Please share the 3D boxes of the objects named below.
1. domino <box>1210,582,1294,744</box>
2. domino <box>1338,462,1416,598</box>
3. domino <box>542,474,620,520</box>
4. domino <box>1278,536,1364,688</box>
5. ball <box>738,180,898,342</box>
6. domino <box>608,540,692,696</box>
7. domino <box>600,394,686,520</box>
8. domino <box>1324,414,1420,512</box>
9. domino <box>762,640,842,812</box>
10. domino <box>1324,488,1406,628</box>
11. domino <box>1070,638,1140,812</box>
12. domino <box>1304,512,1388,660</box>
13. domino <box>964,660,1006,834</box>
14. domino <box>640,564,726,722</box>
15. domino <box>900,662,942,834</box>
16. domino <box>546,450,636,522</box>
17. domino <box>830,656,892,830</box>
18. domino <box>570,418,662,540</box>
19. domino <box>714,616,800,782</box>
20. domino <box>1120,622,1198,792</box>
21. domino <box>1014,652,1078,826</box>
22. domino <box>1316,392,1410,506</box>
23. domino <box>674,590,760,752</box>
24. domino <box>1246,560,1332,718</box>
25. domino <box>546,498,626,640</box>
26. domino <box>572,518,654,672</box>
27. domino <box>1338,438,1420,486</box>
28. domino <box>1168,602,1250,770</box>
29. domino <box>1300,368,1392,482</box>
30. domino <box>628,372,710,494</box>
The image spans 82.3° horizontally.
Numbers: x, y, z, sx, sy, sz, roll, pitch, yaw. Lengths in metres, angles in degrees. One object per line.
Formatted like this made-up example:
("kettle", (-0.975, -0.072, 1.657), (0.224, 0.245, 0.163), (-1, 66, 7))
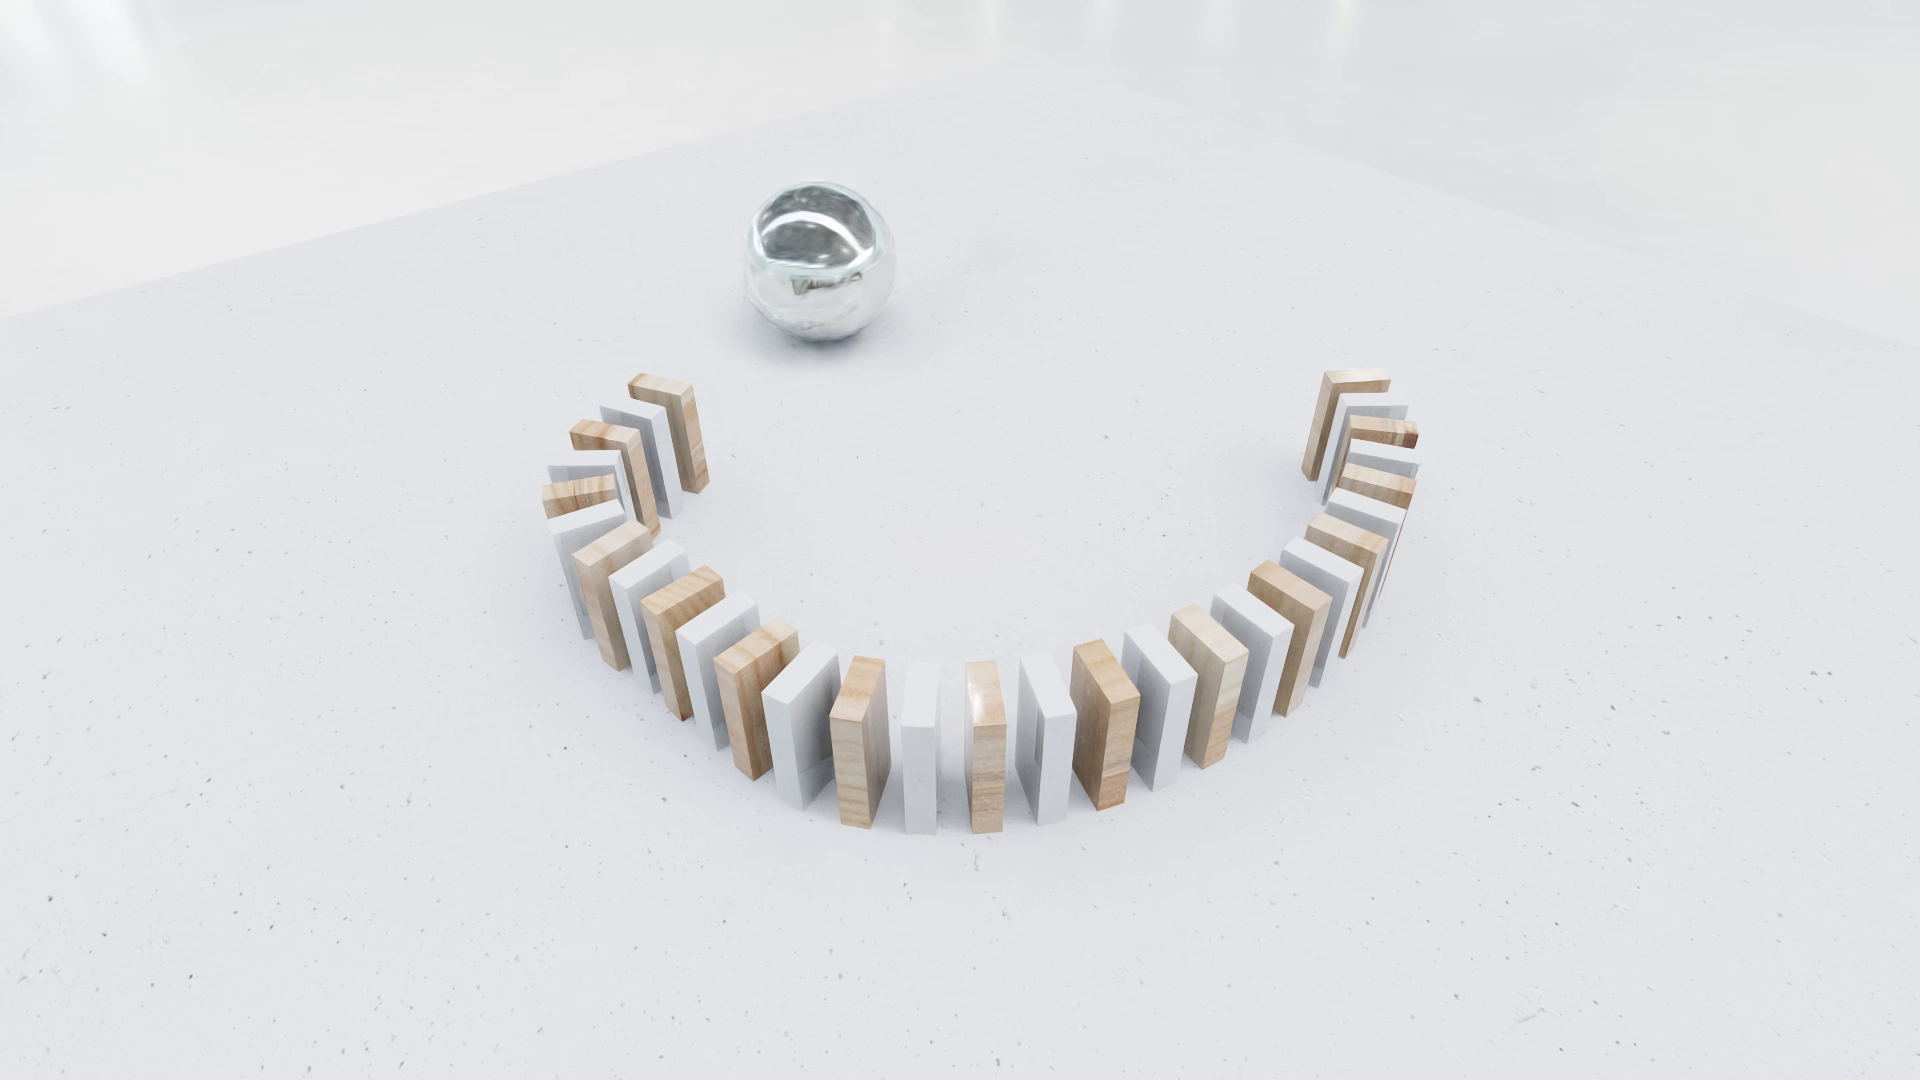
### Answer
("domino", (0.092, 0.041, 0.361), (0.009, 0.050, 0.025), (-25, 45, -27))
("domino", (0.152, -0.003, 0.415), (0.025, 0.050, 0.009), (17, 42, 20))
("domino", (-0.137, 0.000, 0.411), (0.025, 0.050, 0.010), (-10, 40, -12))
("domino", (0.120, 0.026, 0.380), (0.025, 0.050, 0.009), (31, 49, 32))
("ball", (-0.072, -0.142, 0.561), (0.080, 0.080, 0.080), (0, 39, 0))
("domino", (-0.103, 0.027, 0.378), (0.009, 0.050, 0.025), (27, 46, 29))
("domino", (-0.130, -0.034, 0.453), (0.025, 0.050, 0.009), (15, 42, 18))
("domino", (0.165, -0.025, 0.443), (0.025, 0.050, 0.009), (7, 40, 9))
("domino", (-0.047, 0.058, 0.341), (0.009, 0.050, 0.025), (20, 44, 23))
("domino", (0.143, 0.007, 0.403), (0.025, 0.050, 0.009), (22, 44, 25))
("domino", (0.043, 0.058, 0.341), (0.009, 0.050, 0.025), (-13, 41, -16))
("domino", (0.132, 0.017, 0.391), (0.025, 0.050, 0.010), (27, 46, 29))
("domino", (0.007, 0.063, 0.334), (0.009, 0.050, 0.025), (-4, 39, -4))
("domino", (-0.089, 0.035, 0.369), (0.009, 0.050, 0.025), (32, 49, 33))
("domino", (-0.011, 0.064, 0.334), (0.009, 0.050, 0.025), (2, 39, 2))
("domino", (-0.140, -0.011, 0.425), (0.025, 0.050, 0.009), (-1, 39, -1))
("domino", (-0.030, 0.062, 0.336), (0.009, 0.050, 0.025), (8, 40, 10))
("domino", (-0.137, -0.023, 0.439), (0.025, 0.050, 0.009), (12, 41, 14))
("domino", (-0.062, 0.051, 0.349), (0.009, 0.050, 0.025), (30, 48, 31))
("domino", (0.060, 0.053, 0.347), (0.009, 0.050, 0.025), (-17, 42, -20))
("domino", (0.026, 0.061, 0.337), (0.010, 0.050, 0.025), (-9, 40, -11))
("domino", (0.166, -0.037, 0.457), (0.025, 0.050, 0.010), (-1, 39, -1))
("domino", (-0.076, 0.043, 0.359), (0.010, 0.050, 0.025), (29, 47, 31))
("domino", (0.107, 0.034, 0.370), (0.009, 0.050, 0.025), (-29, 47, -30))
("domino", (-0.130, 0.011, 0.398), (0.025, 0.050, 0.010), (-20, 43, -22))
("domino", (-0.118, 0.020, 0.387), (0.009, 0.050, 0.025), (27, 47, 29))
("domino", (0.160, -0.014, 0.429), (0.025, 0.050, 0.009), (12, 41, 15))
("domino", (0.077, 0.048, 0.353), (0.009, 0.050, 0.025), (-21, 44, -24))
("domino", (0.165, -0.049, 0.471), (0.025, 0.050, 0.010), (-4, 40, -5))
("domino", (-0.123, -0.045, 0.466), (0.025, 0.050, 0.010), (13, 41, 16))
